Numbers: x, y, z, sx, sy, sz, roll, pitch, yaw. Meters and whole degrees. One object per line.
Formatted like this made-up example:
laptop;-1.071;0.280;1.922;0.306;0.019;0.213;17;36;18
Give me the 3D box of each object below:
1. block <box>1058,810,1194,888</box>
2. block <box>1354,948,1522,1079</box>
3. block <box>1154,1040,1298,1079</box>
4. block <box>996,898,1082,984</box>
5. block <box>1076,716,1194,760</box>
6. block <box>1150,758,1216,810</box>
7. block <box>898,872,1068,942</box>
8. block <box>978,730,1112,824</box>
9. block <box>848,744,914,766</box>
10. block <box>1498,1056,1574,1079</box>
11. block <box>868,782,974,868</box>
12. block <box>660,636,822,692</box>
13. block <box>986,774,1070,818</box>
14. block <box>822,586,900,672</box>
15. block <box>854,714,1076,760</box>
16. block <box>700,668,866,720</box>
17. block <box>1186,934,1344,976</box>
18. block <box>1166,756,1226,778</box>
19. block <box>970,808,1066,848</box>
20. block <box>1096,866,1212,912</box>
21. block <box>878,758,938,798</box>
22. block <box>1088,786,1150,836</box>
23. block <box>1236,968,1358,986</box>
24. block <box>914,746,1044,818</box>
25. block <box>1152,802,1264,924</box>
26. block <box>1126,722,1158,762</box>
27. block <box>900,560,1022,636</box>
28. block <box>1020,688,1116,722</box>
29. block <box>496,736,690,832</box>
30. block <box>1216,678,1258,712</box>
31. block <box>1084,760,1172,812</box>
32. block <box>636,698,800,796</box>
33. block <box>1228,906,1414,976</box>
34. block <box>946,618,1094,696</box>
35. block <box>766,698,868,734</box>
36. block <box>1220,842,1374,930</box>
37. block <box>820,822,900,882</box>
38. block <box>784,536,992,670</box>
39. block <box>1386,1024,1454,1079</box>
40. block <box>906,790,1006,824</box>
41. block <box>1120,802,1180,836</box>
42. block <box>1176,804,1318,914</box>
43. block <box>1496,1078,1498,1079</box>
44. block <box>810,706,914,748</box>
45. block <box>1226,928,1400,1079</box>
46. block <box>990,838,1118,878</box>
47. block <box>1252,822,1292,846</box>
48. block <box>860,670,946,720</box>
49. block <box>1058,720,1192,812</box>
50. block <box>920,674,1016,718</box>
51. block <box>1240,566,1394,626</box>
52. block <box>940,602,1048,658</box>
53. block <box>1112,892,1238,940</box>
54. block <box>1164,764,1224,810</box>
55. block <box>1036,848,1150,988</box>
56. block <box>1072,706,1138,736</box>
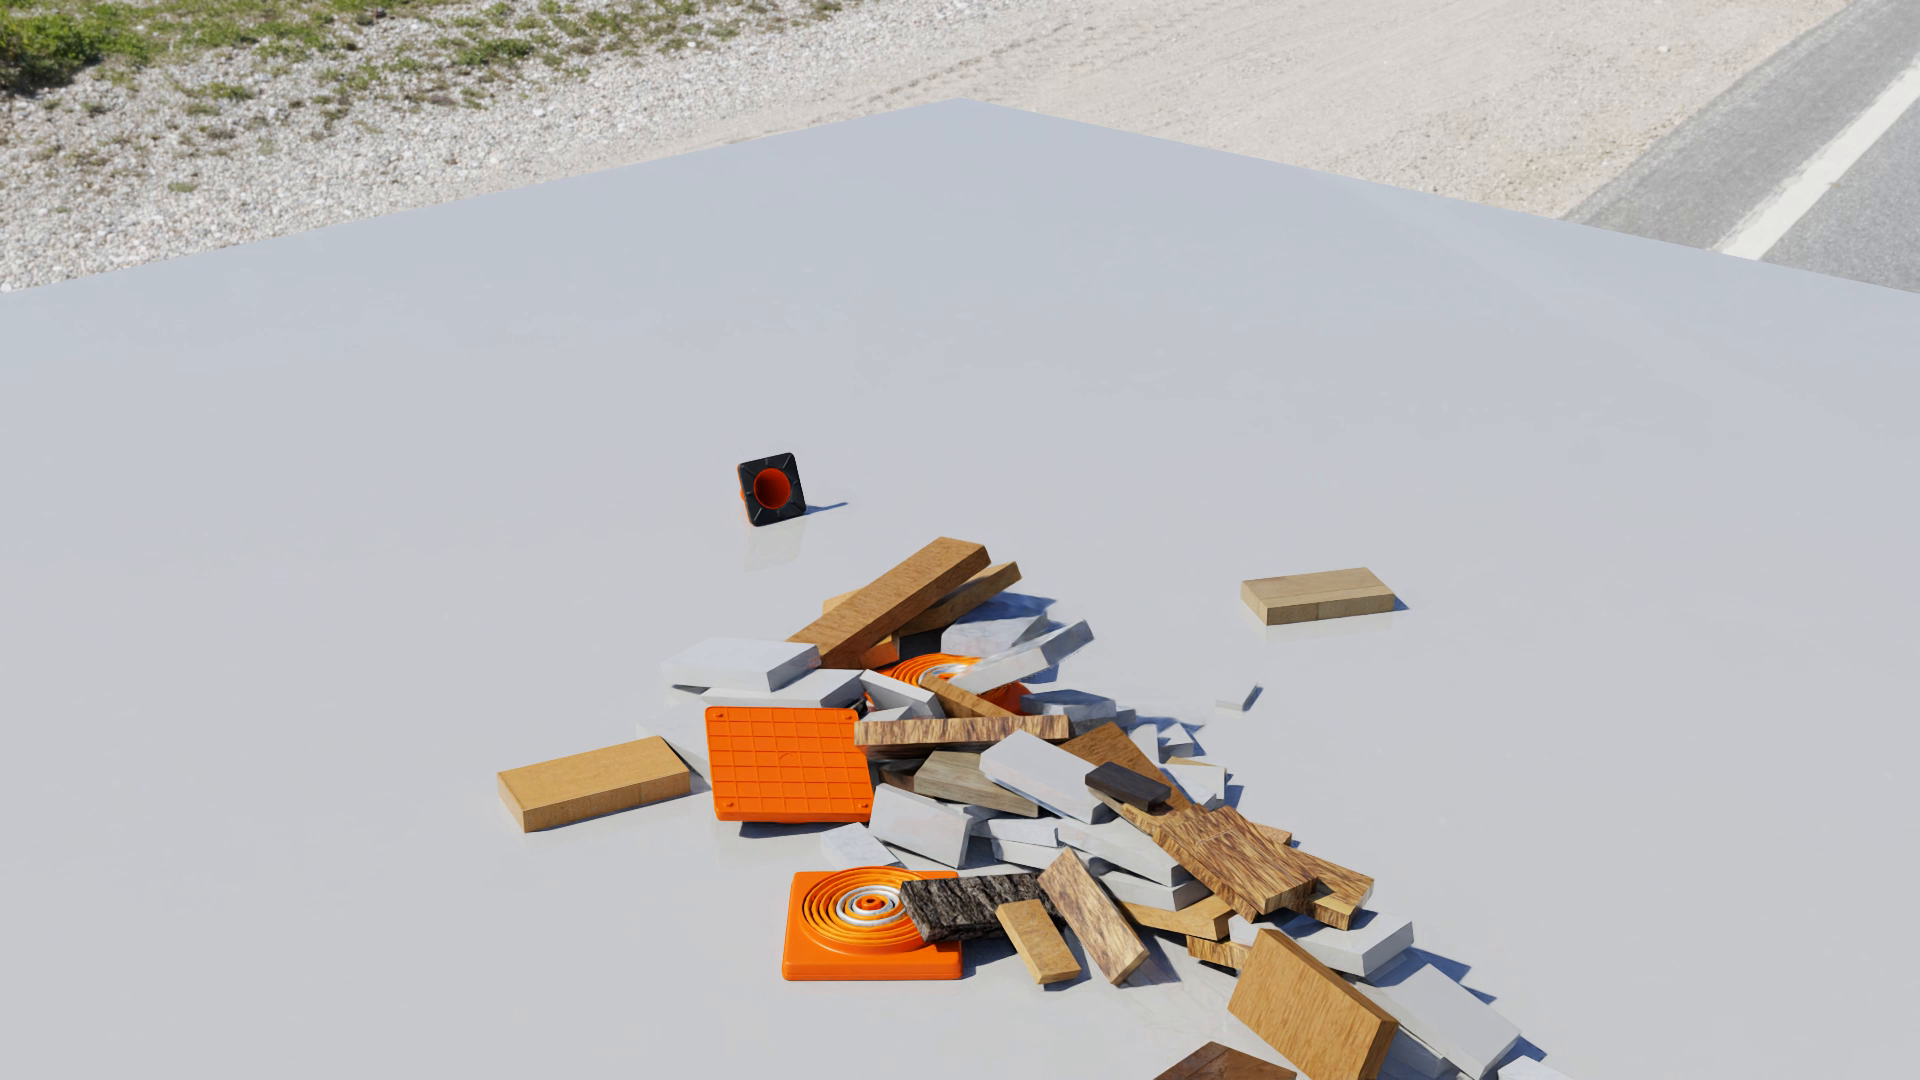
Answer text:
block;0.333;0.558;4.088;0.141;0.040;0.282;-20;26;-40
block;0.806;0.792;3.710;0.253;0.036;0.126;35;40;28
block;0.402;0.889;3.506;0.157;0.044;0.314;15;12;29
block;0.140;0.720;3.945;0.085;0.024;0.169;-2;41;-32
block;0.363;0.433;4.696;0.241;0.034;0.121;-6;24;-13
block;0.375;0.504;4.456;0.259;0.037;0.130;26;44;33
block;0.044;0.671;4.030;0.289;0.037;0.130;1;30;-29
block;0.180;0.452;4.214;0.259;0.037;0.130;24;31;29
block;-0.104;0.426;4.629;0.237;0.034;0.118;-8;13;16
block;0.947;0.883;3.584;0.063;0.018;0.126;-19;22;-31
block;-0.078;0.556;4.290;0.202;0.101;0.029;18;16;24
block;-0.492;0.277;4.917;0.336;0.048;0.168;2;20;40
block;0.161;0.469;4.249;0.202;0.029;0.101;24;31;30
block;-0.234;0.208;5.132;0.176;0.050;0.353;-19;22;6
block;0.013;0.400;4.449;0.429;0.047;0.167;-3;-16;8
block;-0.387;0.335;4.813;0.336;0.048;0.168;-1;19;34
block;0.559;0.718;3.893;0.144;0.041;0.289;-22;19;-41
block;0.489;0.485;4.596;0.122;0.017;0.061;10;25;23
block;0.141;0.548;4.290;0.128;0.036;0.256;-19;13;-40
block;0.346;0.628;4.089;0.141;0.040;0.282;-19;13;-38
block;-0.061;0.479;4.480;0.118;0.034;0.237;-14;8;-28
block;0.321;0.490;4.118;0.073;0.021;0.154;-21;45;-41
block;0.624;0.754;3.871;0.253;0.036;0.126;5;20;45
block;0.052;0.473;4.316;0.256;0.036;0.128;10;26;18
block;0.473;0.577;3.940;0.120;0.034;0.239;-22;50;-41
block;0.385;0.441;4.625;0.061;0.017;0.122;4;49;-5
block;-0.012;0.142;5.281;0.166;0.047;0.331;-15;10;40
block;0.230;0.355;4.714;0.121;0.034;0.241;-6;4;-20
block;-0.753;0.499;4.522;0.353;0.050;0.176;-12;26;-25
block;0.620;0.345;4.926;0.061;0.017;0.122;9;25;21
block;0.313;0.458;4.098;0.146;0.021;0.073;20;30;36
block;-0.517;0.436;4.672;0.336;0.048;0.168;20;30;39
block;0.627;0.681;3.829;0.144;0.041;0.289;-22;19;-40
block;0.114;0.265;4.704;0.335;0.047;0.167;-25;2;43
block;-0.310;0.382;4.750;0.199;0.028;0.099;-7;16;29
block;0.591;0.597;3.855;0.239;0.034;0.120;18;33;25
block;-0.196;0.609;4.294;0.085;0.024;0.170;-12;26;-27
block;-0.173;0.149;5.078;0.509;0.050;0.176;-34;25;-27
block;0.746;0.826;3.767;0.126;0.036;0.253;-21;31;-40
block;-0.004;0.517;4.401;0.128;0.036;0.256;-14;10;-29
block;0.375;0.519;4.044;0.073;0.021;0.146;-21;41;-41
block;0.500;0.557;3.848;0.120;0.034;0.239;-16;35;-30
block;0.936;0.910;3.593;0.126;0.018;0.063;15;27;31
block;-0.208;0.400;4.691;0.199;0.028;0.099;-11;13;25
block;0.586;0.795;3.679;0.044;0.157;0.314;13;12;-36
block;0.205;0.588;4.224;0.141;0.040;0.282;-19;13;-37
block;0.577;0.609;4.295;0.085;0.024;0.169;12;26;27
block;-0.120;0.346;4.728;0.199;0.099;0.028;16;55;40
block;0.346;0.511;4.302;0.167;0.047;0.335;-19;57;-43
block;0.027;0.375;4.668;0.237;0.118;0.034;24;57;24
block;0.874;0.137;5.379;0.331;0.047;0.166;-6;24;-14
block;0.084;0.211;5.127;0.166;0.047;0.331;7;13;15
block;0.413;0.666;4.032;0.144;0.041;0.289;-19;13;-37
block;0.439;0.504;4.512;0.202;0.029;0.101;2;34;5
block;0.240;0.681;3.989;0.024;0.085;0.290;38;8;-41
block;0.244;0.389;4.693;0.241;0.034;0.121;-7;5;-33
